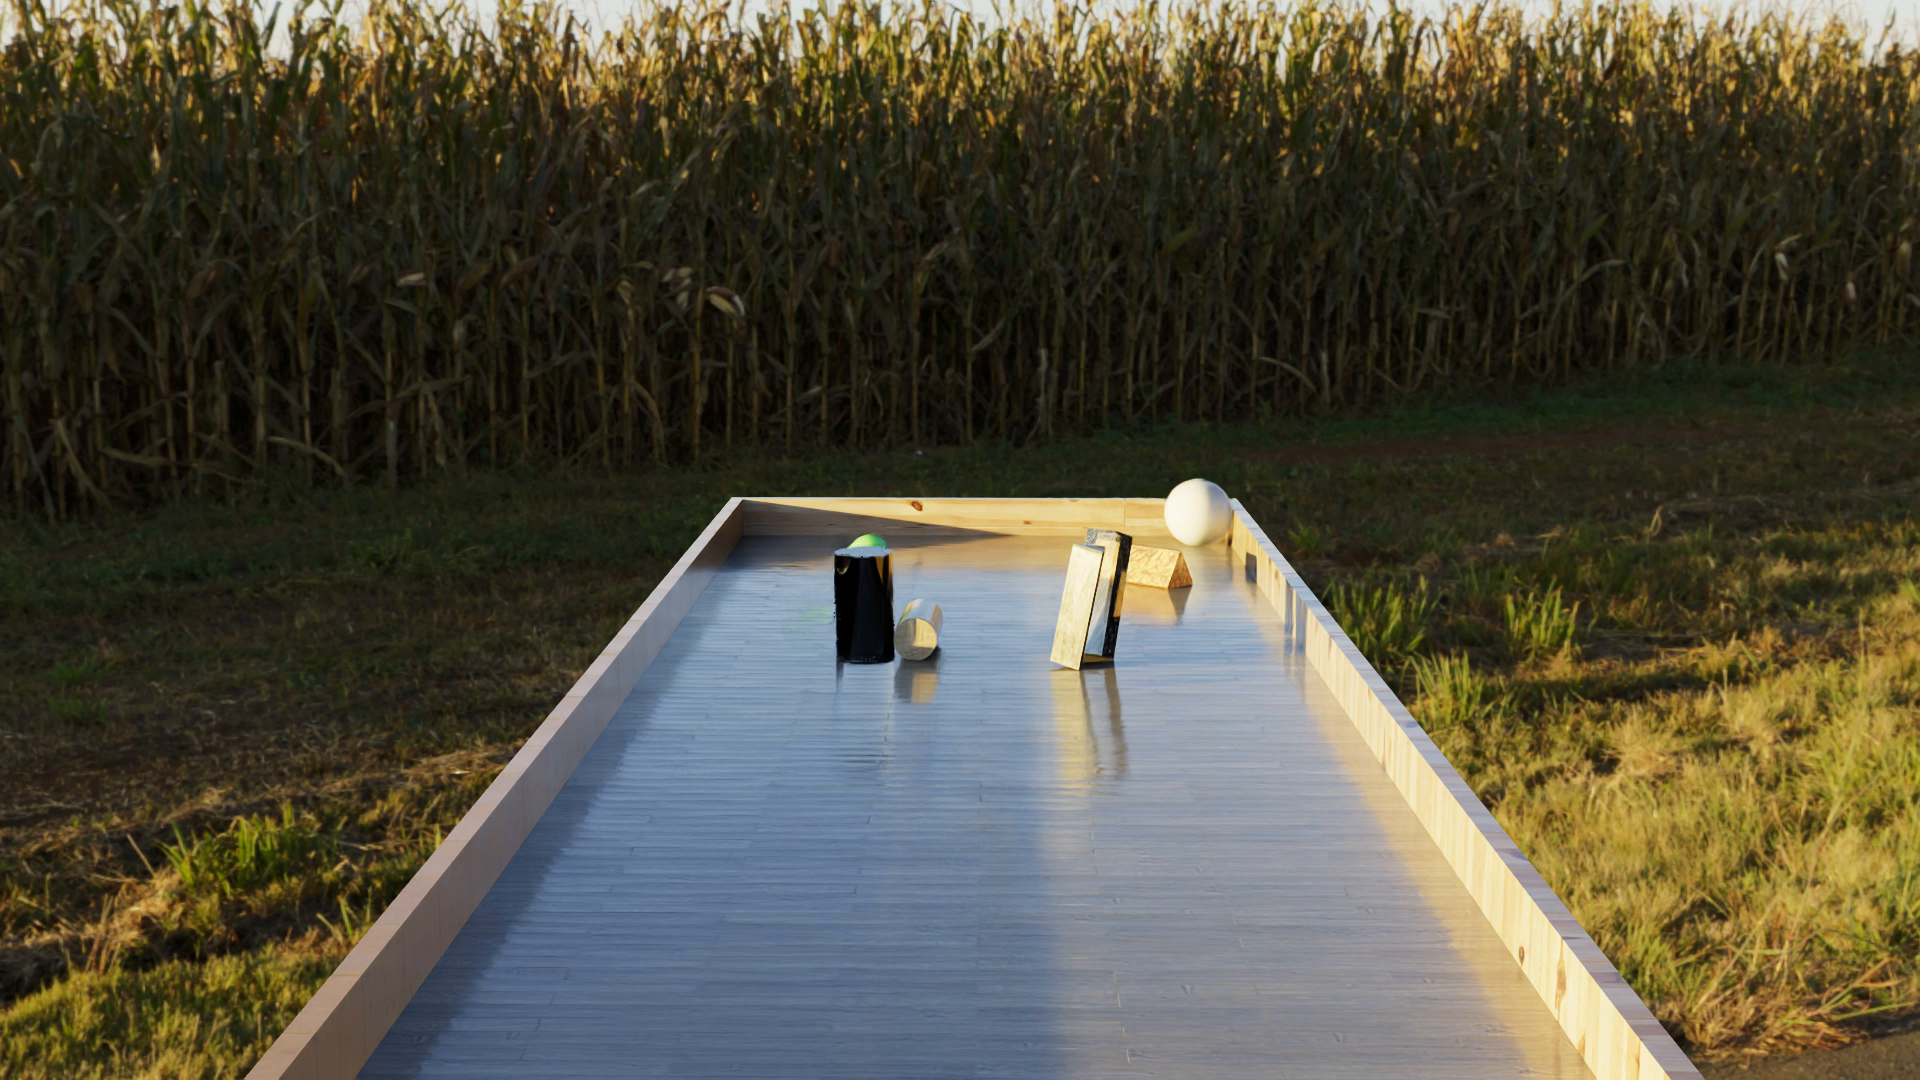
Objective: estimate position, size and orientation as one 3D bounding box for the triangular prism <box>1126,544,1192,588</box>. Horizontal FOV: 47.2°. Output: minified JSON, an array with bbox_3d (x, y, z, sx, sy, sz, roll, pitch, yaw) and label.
[{"bbox_3d":[0.662,0.082,8.059,0.364,0.127,0.147,8,13,42],"label":"triangular prism"}]

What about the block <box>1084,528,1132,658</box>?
[{"bbox_3d":[0.430,0.164,6.722,0.103,0.379,0.103,6,-6,33],"label":"block"}]

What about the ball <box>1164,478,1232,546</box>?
[{"bbox_3d":[0.957,-0.111,8.838,0.272,0.272,0.272,0,9,0],"label":"ball"}]

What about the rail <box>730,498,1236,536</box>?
[{"bbox_3d":[0.099,-0.098,9.147,2.100,0.150,0.050,0,9,1],"label":"rail"}]

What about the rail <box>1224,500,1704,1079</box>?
[{"bbox_3d":[1.046,0.843,3.208,0.050,0.150,12.000,0,9,1],"label":"rail"}]

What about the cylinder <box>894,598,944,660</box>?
[{"bbox_3d":[-0.128,0.277,6.839,0.132,0.132,0.325,1,9,3],"label":"cylinder"}]

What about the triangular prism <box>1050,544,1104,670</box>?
[{"bbox_3d":[0.374,0.197,6.592,0.108,0.364,0.094,18,12,33],"label":"triangular prism"}]

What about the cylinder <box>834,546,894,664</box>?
[{"bbox_3d":[-0.291,0.198,6.701,0.178,0.328,0.178,-1,10,0],"label":"cylinder"}]

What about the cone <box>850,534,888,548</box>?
[{"bbox_3d":[-0.289,0.121,7.998,0.155,0.155,0.404,-3,20,-16],"label":"cone"}]

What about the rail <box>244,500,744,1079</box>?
[{"bbox_3d":[-1.004,0.839,3.234,0.050,0.150,12.000,0,9,1],"label":"rail"}]
